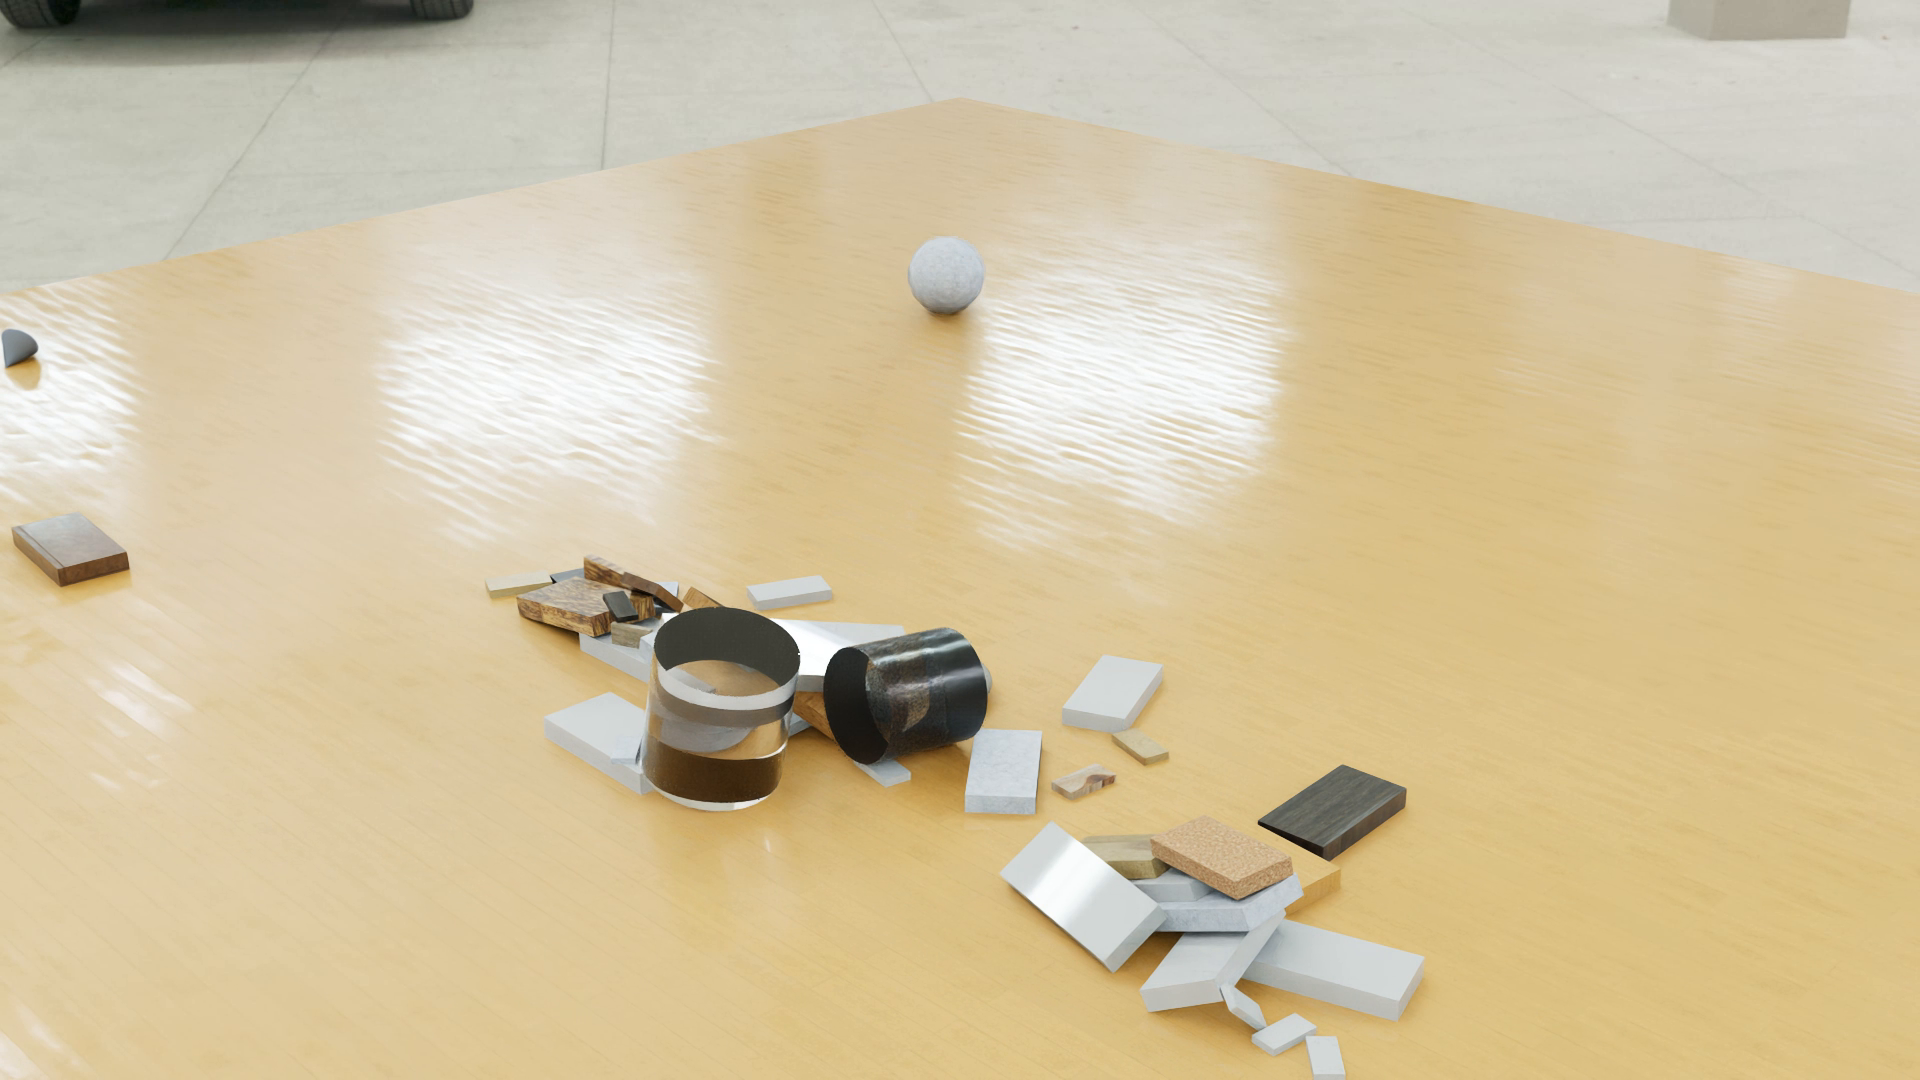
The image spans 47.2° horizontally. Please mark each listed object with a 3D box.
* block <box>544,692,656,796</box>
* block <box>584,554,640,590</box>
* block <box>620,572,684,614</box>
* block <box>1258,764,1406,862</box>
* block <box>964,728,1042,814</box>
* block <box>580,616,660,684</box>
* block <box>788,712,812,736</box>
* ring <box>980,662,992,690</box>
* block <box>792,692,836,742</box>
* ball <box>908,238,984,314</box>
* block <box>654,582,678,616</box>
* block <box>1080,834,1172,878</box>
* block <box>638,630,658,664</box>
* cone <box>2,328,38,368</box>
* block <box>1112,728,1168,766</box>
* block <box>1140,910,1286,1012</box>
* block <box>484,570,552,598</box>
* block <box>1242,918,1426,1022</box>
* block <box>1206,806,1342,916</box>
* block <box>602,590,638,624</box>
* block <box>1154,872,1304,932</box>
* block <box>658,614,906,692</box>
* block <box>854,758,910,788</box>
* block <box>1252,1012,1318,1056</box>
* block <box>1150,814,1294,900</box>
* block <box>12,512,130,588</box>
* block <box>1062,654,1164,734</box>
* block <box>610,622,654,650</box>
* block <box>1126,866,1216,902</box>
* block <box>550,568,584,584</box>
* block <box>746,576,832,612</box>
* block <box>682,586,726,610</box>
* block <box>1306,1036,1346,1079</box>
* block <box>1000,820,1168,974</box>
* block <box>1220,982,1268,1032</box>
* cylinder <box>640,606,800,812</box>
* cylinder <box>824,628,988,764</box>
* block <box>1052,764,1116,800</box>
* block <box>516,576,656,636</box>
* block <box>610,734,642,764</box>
[{"bbox_3d":[-0.714,0.430,4.685,0.175,0.049,0.349,-20,30,-39],"label":"block"},{"bbox_3d":[-0.852,0.107,5.387,0.190,0.095,0.027,21,31,40],"label":"block"},{"bbox_3d":[-0.732,0.126,5.232,0.095,0.027,0.190,19,-11,16],"label":"block"},{"bbox_3d":[0.748,0.549,4.411,0.154,0.044,0.308,19,30,38],"label":"block"},{"bbox_3d":[0.093,0.480,4.578,0.143,0.040,0.285,2,23,4],"label":"block"},{"bbox_3d":[-0.707,0.258,5.091,0.342,0.048,0.171,21,31,40],"label":"block"},{"bbox_3d":[-0.430,0.308,4.827,0.292,0.041,0.146,41,41,25],"label":"block"},{"bbox_3d":[-0.031,0.318,4.926,0.206,0.069,0.206,-1,22,0],"label":"ring"},{"bbox_3d":[-0.313,0.330,4.783,0.293,0.041,0.146,33,36,15],"label":"block"},{"bbox_3d":[-0.049,-0.910,7.570,0.263,0.263,0.263,0,23,0],"label":"ball"},{"bbox_3d":[-0.734,0.144,5.394,0.077,0.022,0.154,-1,23,-3],"label":"block"},{"bbox_3d":[0.306,0.601,4.179,0.254,0.036,0.127,-9,11,43],"label":"block"},{"bbox_3d":[-0.540,0.292,4.921,0.342,0.048,0.171,32,37,31],"label":"block"},{"bbox_3d":[-3.057,-0.596,7.097,0.120,0.120,0.120,3,50,7],"label":"cone"},{"bbox_3d":[0.385,0.441,4.698,0.063,0.018,0.125,-13,26,-27],"label":"block"},{"bbox_3d":[0.451,0.730,3.902,0.153,0.043,0.305,-17,11,34],"label":"block"},{"bbox_3d":[-1.098,0.110,5.474,0.154,0.022,0.077,-9,24,-20],"label":"block"},{"bbox_3d":[0.655,0.759,3.917,0.305,0.043,0.153,12,26,25],"label":"block"},{"bbox_3d":[0.566,0.618,4.249,0.154,0.044,0.308,-18,29,-37],"label":"block"},{"bbox_3d":[-0.788,0.155,5.099,0.051,0.015,0.103,-9,36,-26],"label":"block"},{"bbox_3d":[0.457,0.657,3.986,0.153,0.043,0.305,-24,7,-39],"label":"block"},{"bbox_3d":[-0.368,0.250,4.781,0.558,0.049,0.175,4,39,-24],"label":"block"},{"bbox_3d":[-0.164,0.478,4.613,0.063,0.018,0.125,-15,27,-31],"label":"block"},{"bbox_3d":[0.554,0.844,3.753,0.104,0.015,0.052,-17,28,-35],"label":"block"},{"bbox_3d":[0.471,0.572,3.979,0.127,0.036,0.254,-18,20,-27],"label":"block"},{"bbox_3d":[-2.286,0.021,5.648,0.175,0.049,0.349,-18,29,-36],"label":"block"},{"bbox_3d":[0.342,0.343,4.901,0.143,0.040,0.285,9,25,20],"label":"block"},{"bbox_3d":[-0.752,0.221,5.050,0.103,0.051,0.015,9,25,21],"label":"block"},{"bbox_3d":[0.385,0.630,4.087,0.127,0.036,0.254,-24,7,-38],"label":"block"},{"bbox_3d":[-0.941,0.095,5.509,0.154,0.022,0.077,-13,26,-27],"label":"block"},{"bbox_3d":[-0.421,0.130,5.419,0.190,0.027,0.095,-9,24,-20],"label":"block"},{"bbox_3d":[-0.516,0.205,5.115,0.146,0.041,0.292,35,-3,-40],"label":"block"},{"bbox_3d":[0.613,0.870,3.691,0.052,0.015,0.104,0,23,1],"label":"block"},{"bbox_3d":[0.224,0.656,4.069,0.143,0.040,0.347,-44,37,-10],"label":"block"},{"bbox_3d":[0.485,0.798,3.753,0.015,0.104,0.052,-37,41,16],"label":"block"},{"bbox_3d":[-0.491,0.343,4.490,0.296,0.296,0.296,8,33,-6],"label":"cylinder"},{"bbox_3d":[-0.116,0.326,4.641,0.248,0.248,0.248,-10,24,-36],"label":"cylinder"},{"bbox_3d":[0.257,0.501,4.557,0.125,0.018,0.063,-18,29,-35],"label":"block"},{"bbox_3d":[-0.895,0.157,5.247,0.171,0.048,0.342,-20,20,-37],"label":"block"},{"bbox_3d":[-0.695,0.437,4.586,0.051,0.015,0.103,0,23,0],"label":"block"}]
